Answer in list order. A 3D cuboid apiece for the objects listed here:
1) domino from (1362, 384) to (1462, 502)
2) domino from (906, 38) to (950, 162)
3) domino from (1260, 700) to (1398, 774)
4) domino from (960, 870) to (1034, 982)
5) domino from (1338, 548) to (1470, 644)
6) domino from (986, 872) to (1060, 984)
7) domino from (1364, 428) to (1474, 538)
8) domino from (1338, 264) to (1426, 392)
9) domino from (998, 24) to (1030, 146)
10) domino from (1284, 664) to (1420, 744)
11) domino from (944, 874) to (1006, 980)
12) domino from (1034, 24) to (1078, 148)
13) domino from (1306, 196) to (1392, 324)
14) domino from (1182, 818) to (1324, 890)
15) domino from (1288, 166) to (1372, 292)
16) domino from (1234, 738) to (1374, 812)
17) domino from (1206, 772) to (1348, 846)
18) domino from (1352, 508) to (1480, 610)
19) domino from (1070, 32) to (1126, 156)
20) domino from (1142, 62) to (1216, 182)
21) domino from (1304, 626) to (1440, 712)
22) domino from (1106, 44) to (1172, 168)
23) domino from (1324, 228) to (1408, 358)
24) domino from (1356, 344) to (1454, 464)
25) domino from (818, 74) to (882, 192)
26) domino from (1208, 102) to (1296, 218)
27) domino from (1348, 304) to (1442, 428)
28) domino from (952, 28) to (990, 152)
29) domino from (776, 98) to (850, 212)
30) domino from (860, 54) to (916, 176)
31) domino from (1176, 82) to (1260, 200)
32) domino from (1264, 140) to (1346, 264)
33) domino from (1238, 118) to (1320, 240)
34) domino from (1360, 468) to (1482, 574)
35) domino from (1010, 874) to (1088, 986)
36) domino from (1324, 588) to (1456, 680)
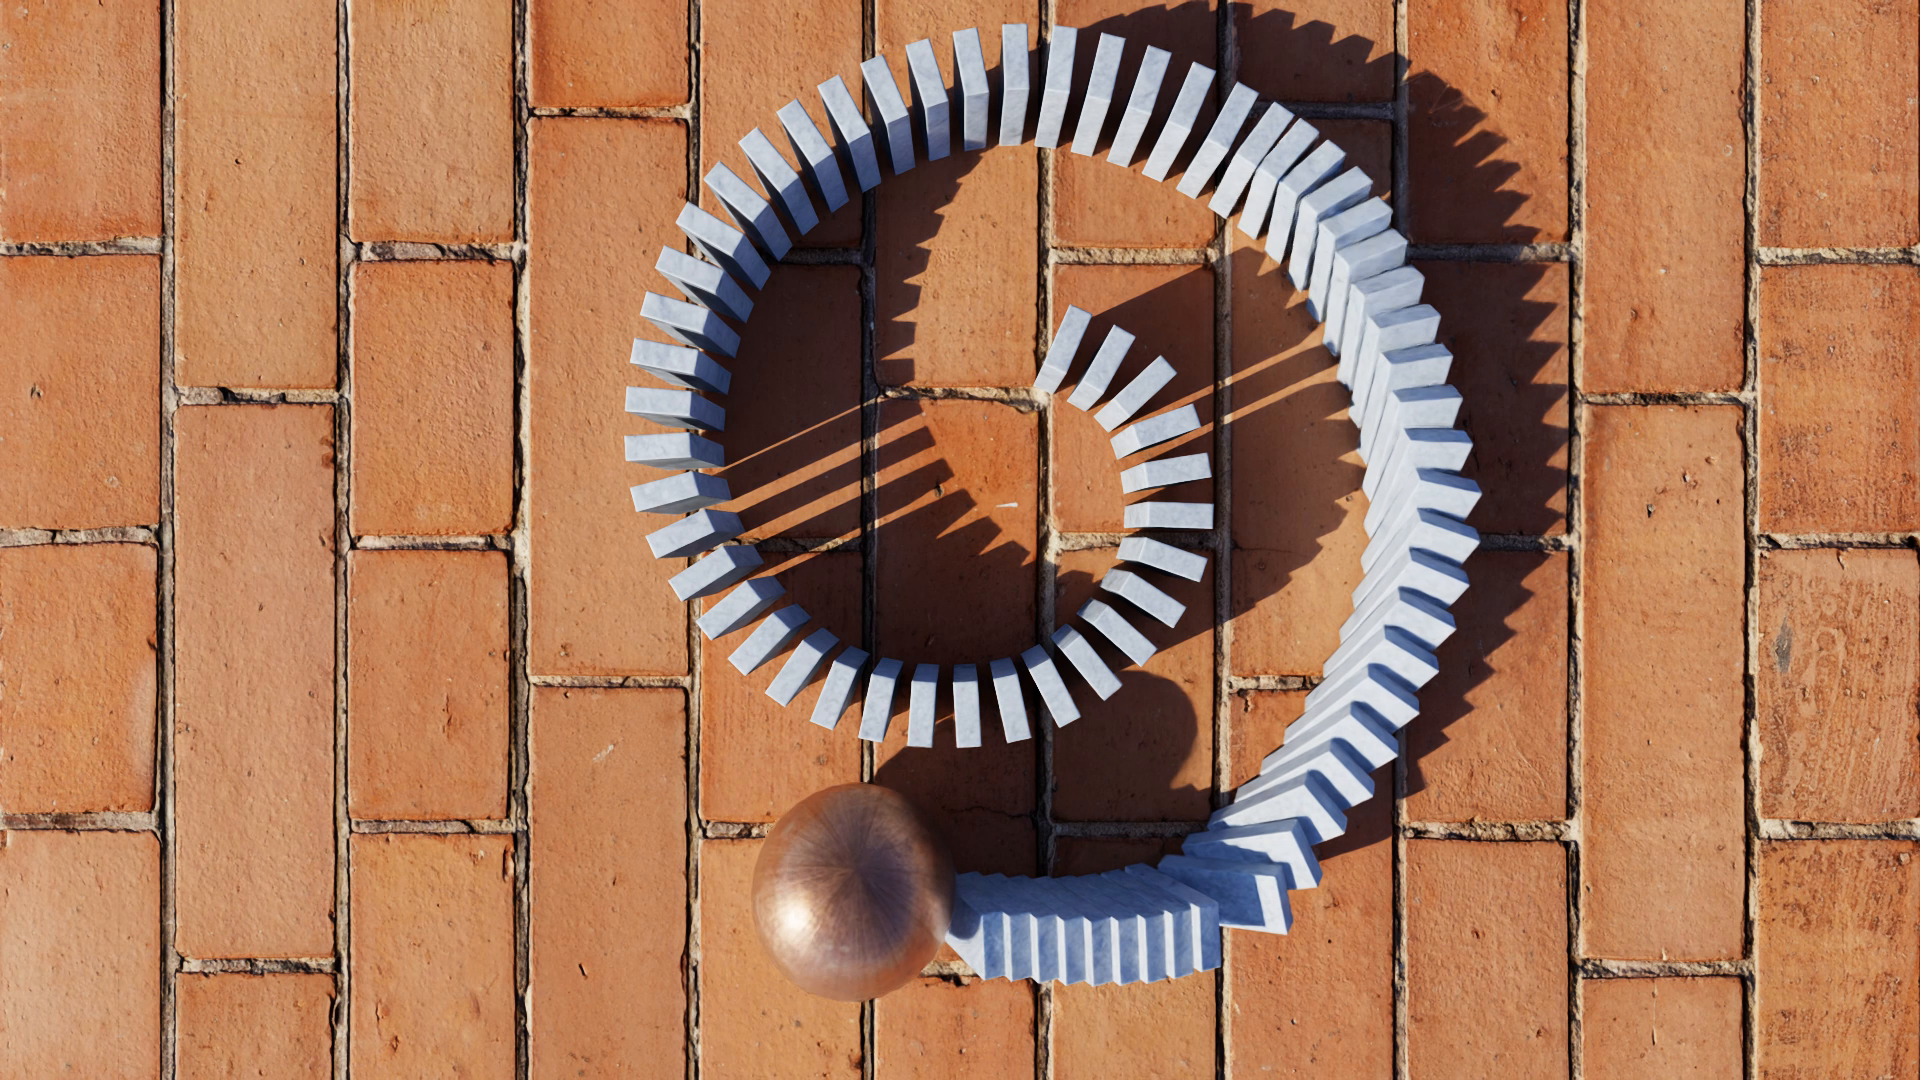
[{"bbox_3d":[0.186,-0.039,0.380,0.025,0.009,0.050,-4,131,0],"label":"domino"},{"bbox_3d":[-0.013,-0.179,0.375,0.010,0.050,0.025,-18,90,0],"label":"domino"},{"bbox_3d":[0.153,0.091,0.382,0.025,0.009,0.050,41,126,0],"label":"domino"},{"bbox_3d":[0.013,0.157,0.375,0.009,0.050,0.025,-2,90,-24],"label":"domino"},{"bbox_3d":[0.184,0.029,0.381,0.025,0.009,0.050,23,128,0],"label":"domino"},{"bbox_3d":[0.024,0.157,0.375,0.010,0.050,0.025,-2,90,-24],"label":"domino"},{"bbox_3d":[0.189,-0.022,0.380,0.025,0.009,0.050,3,130,0],"label":"domino"},{"bbox_3d":[0.173,-0.086,0.378,0.025,0.050,0.009,-18,50,0],"label":"domino"},{"bbox_3d":[0.021,-0.185,0.375,0.009,0.050,0.025,-2,90,0],"label":"domino"},{"bbox_3d":[0.162,0.076,0.382,0.025,0.010,0.050,35,126,0],"label":"domino"},{"bbox_3d":[0.003,0.156,0.375,0.010,0.050,0.025,-2,90,-24],"label":"domino"},{"bbox_3d":[0.039,-0.184,0.375,0.009,0.050,0.025,7,90,0],"label":"domino"},{"bbox_3d":[0.159,-0.114,0.376,0.025,0.050,0.009,-26,60,0],"label":"domino"},{"bbox_3d":[0.120,0.133,0.381,0.050,0.010,0.025,-24,93,38],"label":"domino"},{"bbox_3d":[0.150,-0.126,0.375,0.025,0.050,0.009,-31,65,0],"label":"domino"},{"bbox_3d":[0.143,0.105,0.382,0.025,0.009,0.050,46,126,0],"label":"domino"},{"bbox_3d":[0.131,0.118,0.381,0.025,0.009,0.050,50,127,0],"label":"domino"},{"bbox_3d":[0.188,0.012,0.381,0.025,0.009,0.050,19,128,0],"label":"domino"},{"bbox_3d":[0.056,-0.181,0.375,0.010,0.050,0.025,14,90,0],"label":"domino"},{"bbox_3d":[0.089,-0.170,0.375,0.009,0.050,0.025,23,90,0],"label":"domino"},{"bbox_3d":[0.170,0.060,0.381,0.025,0.010,0.050,31,126,0],"label":"domino"},{"bbox_3d":[0.073,-0.176,0.375,0.010,0.050,0.025,19,90,0],"label":"domino"},{"bbox_3d":[0.166,-0.101,0.377,0.025,0.050,0.010,-23,54,0],"label":"domino"},{"bbox_3d":[0.183,-0.056,0.379,0.025,0.010,0.050,-8,134,0],"label":"domino"},{"bbox_3d":[-0.044,-0.165,0.375,0.010,0.050,0.025,-29,90,0],"label":"domino"},{"bbox_3d":[0.118,-0.154,0.375,0.010,0.050,0.025,37,90,4],"label":"domino"},{"bbox_3d":[0.179,-0.071,0.379,0.025,0.050,0.009,-12,46,0],"label":"domino"},{"bbox_3d":[0.004,-0.183,0.375,0.010,0.050,0.025,-11,90,0],"label":"domino"},{"bbox_3d":[-0.059,-0.156,0.375,0.009,0.050,0.025,-34,90,0],"label":"domino"},{"bbox_3d":[-0.029,-0.172,0.375,0.009,0.050,0.025,-23,90,0],"label":"domino"},{"bbox_3d":[0.104,-0.162,0.375,0.010,0.050,0.025,28,90,0],"label":"domino"},{"bbox_3d":[0.140,-0.137,0.375,0.025,0.050,0.010,-41,72,0],"label":"domino"},{"bbox_3d":[0.129,-0.146,0.375,0.009,0.050,0.025,41,90,11],"label":"domino"},{"bbox_3d":[0.190,-0.005,0.381,0.025,0.010,0.050,12,129,0],"label":"domino"},{"bbox_3d":[0.034,0.158,0.375,0.010,0.050,0.025,-2,90,-24],"label":"domino"},{"bbox_3d":[0.178,0.045,0.381,0.025,0.009,0.050,27,127,0],"label":"domino"}]
